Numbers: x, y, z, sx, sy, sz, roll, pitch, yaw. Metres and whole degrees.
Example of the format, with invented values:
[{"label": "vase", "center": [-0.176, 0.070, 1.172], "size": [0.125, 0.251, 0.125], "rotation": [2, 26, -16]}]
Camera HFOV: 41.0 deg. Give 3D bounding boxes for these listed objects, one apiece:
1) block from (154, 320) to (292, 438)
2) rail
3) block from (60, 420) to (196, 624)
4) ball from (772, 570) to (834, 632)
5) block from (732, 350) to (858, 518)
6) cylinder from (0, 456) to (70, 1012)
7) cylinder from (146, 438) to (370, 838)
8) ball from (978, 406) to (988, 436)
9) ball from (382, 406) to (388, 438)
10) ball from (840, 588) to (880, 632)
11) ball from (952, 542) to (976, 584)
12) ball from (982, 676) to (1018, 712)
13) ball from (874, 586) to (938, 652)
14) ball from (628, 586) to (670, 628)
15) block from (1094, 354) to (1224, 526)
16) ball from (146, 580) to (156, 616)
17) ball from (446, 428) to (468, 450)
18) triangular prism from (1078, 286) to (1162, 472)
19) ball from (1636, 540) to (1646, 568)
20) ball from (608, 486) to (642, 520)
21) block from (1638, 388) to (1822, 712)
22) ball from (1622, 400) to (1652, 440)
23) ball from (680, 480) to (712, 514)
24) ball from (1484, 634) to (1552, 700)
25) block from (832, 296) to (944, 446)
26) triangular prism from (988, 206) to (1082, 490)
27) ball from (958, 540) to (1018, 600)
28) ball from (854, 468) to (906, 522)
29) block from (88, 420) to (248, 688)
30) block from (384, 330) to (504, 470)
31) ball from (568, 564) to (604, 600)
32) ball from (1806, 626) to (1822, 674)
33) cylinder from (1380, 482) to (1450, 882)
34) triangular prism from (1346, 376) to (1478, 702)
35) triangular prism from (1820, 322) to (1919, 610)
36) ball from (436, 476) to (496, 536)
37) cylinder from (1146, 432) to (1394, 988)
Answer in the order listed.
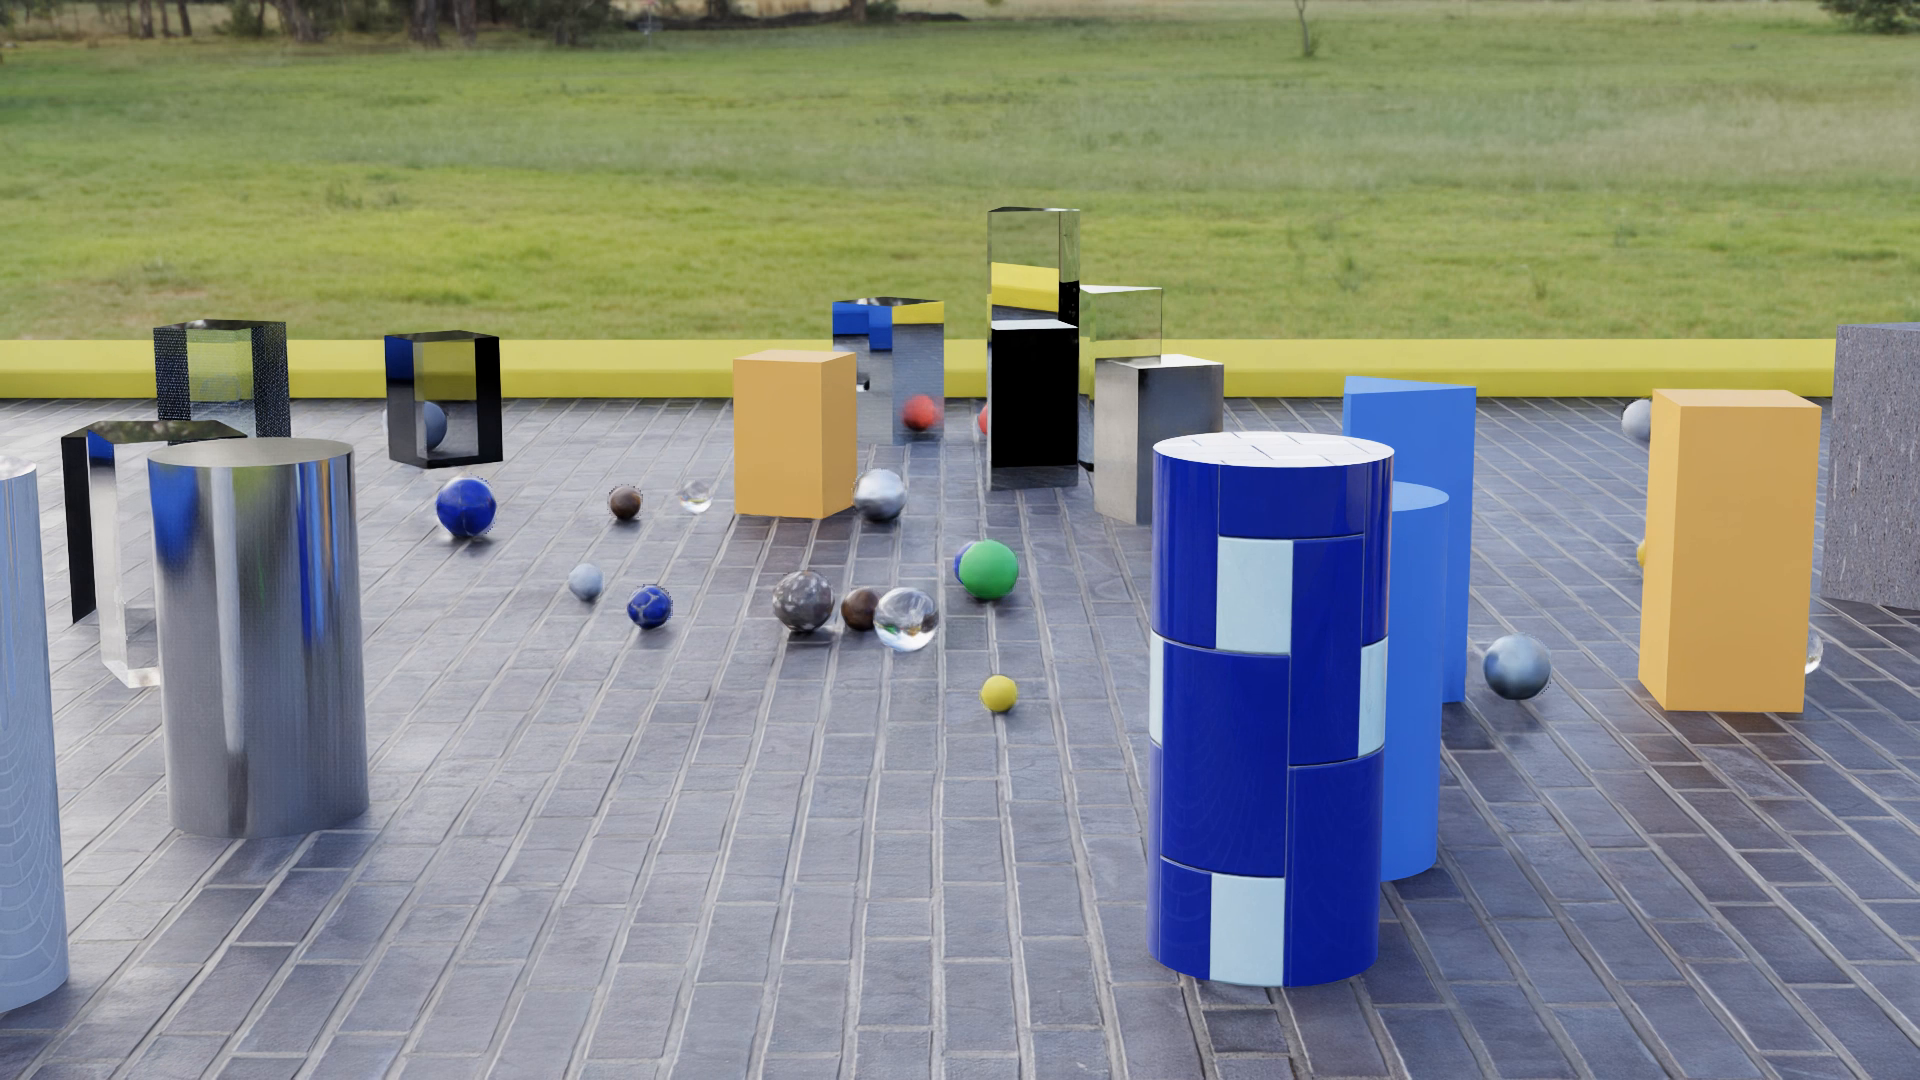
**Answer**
[{"label": "block", "center": [-1.234, -0.213, 4.306], "size": [0.154, 0.297, 0.154], "rotation": [3, 11, 17]}, {"label": "rail", "center": [-0.013, -0.375, 5.638], "size": [4.406, 0.125, 0.045], "rotation": [0, 11, 0]}, {"label": "block", "center": [-1.090, -0.025, 3.427], "size": [0.154, 0.249, 0.154], "rotation": [0, 11, -1]}, {"label": "ball", "center": [-0.203, 0.079, 3.326], "size": [0.080, 0.080, 0.080], "rotation": [0, 11, 0]}, {"label": "block", "center": [-0.270, -0.177, 4.227], "size": [0.154, 0.254, 0.154], "rotation": [4, 11, 19]}, {"label": "cylinder", "center": [-0.816, 0.152, 2.020], "size": [0.193, 0.415, 0.193], "rotation": [0, 11, 0]}, {"label": "cylinder", "center": [-0.683, 0.091, 2.503], "size": [0.193, 0.358, 0.193], "rotation": [0, 11, 0]}, {"label": "ball", "center": [0.074, -0.233, 5.023], "size": [0.074, 0.074, 0.074], "rotation": [0, 11, 0]}, {"label": "ball", "center": [-1.060, -0.226, 4.921], "size": [0.096, 0.096, 0.096], "rotation": [0, 11, 0]}, {"label": "ball", "center": [-0.127, 0.090, 3.331], "size": [0.056, 0.056, 0.056], "rotation": [0, 11, 0]}, {"label": "ball", "center": [0.024, 0.035, 3.598], "size": [0.067, 0.067, 0.067], "rotation": [0, 11, 0]}, {"label": "ball", "center": [0.045, 0.175, 2.918], "size": [0.041, 0.041, 0.041], "rotation": [0, 11, 0]}, {"label": "ball", "center": [-0.068, 0.099, 3.213], "size": [0.082, 0.082, 0.082], "rotation": [0, 11, 0]}, {"label": "ball", "center": [-0.405, 0.088, 3.344], "size": [0.056, 0.056, 0.056], "rotation": [0, 11, 0]}, {"label": "block", "center": [0.322, -0.165, 4.168], "size": [0.154, 0.252, 0.154], "rotation": [-4, 11, -23]}, {"label": "ball", "center": [-1.010, 0.073, 3.303], "size": [0.072, 0.072, 0.072], "rotation": [0, 11, 0]}, {"label": "ball", "center": [-0.957, -0.192, 4.884], "size": [0.043, 0.043, 0.043], "rotation": [0, 11, 0]}, {"label": "triangular prism", "center": [0.258, -0.301, 4.709], "size": [0.167, 0.323, 0.145], "rotation": [-8, 13, -37]}, {"label": "ball", "center": [1.006, 0.021, 3.716], "size": [0.051, 0.051, 0.051], "rotation": [0, 11, 0]}, {"label": "ball", "center": [-0.541, -0.060, 4.151], "size": [0.053, 0.053, 0.053], "rotation": [0, 11, 0]}, {"label": "block", "center": [0.886, 0.009, 2.965], "size": [0.154, 0.349, 0.154], "rotation": [1, 11, 3]}, {"label": "ball", "center": [1.336, -0.235, 5.019], "size": [0.079, 0.079, 0.079], "rotation": [0, 11, 0]}, {"label": "ball", "center": [-0.433, -0.071, 4.207], "size": [0.053, 0.053, 0.053], "rotation": [0, 11, 0]}, {"label": "ball", "center": [0.640, 0.146, 2.948], "size": [0.076, 0.076, 0.076], "rotation": [0, 11, 0]}, {"label": "block", "center": [-0.140, -0.334, 5.033], "size": [0.154, 0.268, 0.154], "rotation": [9, 14, 39]}, {"label": "triangular prism", "center": [0.105, -0.337, 4.477], "size": [0.167, 0.478, 0.145], "rotation": [-4, 11, -18]}, {"label": "ball", "center": [0.039, 0.041, 3.526], "size": [0.082, 0.082, 0.082], "rotation": [0, 11, 0]}, {"label": "ball", "center": [-0.129, -0.072, 4.121], "size": [0.086, 0.086, 0.086], "rotation": [0, 11, 0]}, {"label": "block", "center": [-0.952, 0.013, 3.106], "size": [0.154, 0.291, 0.154], "rotation": [-6, 12, -29]}, {"label": "block", "center": [-0.955, -0.262, 4.745], "size": [0.154, 0.232, 0.154], "rotation": [-8, 13, -38]}, {"label": "ball", "center": [-0.514, 0.057, 3.527], "size": [0.049, 0.049, 0.049], "rotation": [0, 11, 0]}, {"label": "ball", "center": [1.002, 0.132, 3.083], "size": [0.066, 0.066, 0.066], "rotation": [0, 11, 0]}, {"label": "cylinder", "center": [0.349, 0.125, 2.371], "size": [0.193, 0.339, 0.193], "rotation": [0, 11, 0]}, {"label": "triangular prism", "center": [0.483, -0.001, 2.979], "size": [0.167, 0.365, 0.145], "rotation": [-4, 11, -20]}, {"label": "triangular prism", "center": [1.302, -0.107, 3.518], "size": [0.167, 0.376, 0.145], "rotation": [9, 14, 41]}, {"label": "ball", "center": [-0.770, -0.052, 3.997], "size": [0.093, 0.093, 0.093], "rotation": [0, 11, 0]}, {"label": "cylinder", "center": [0.252, 0.133, 2.105], "size": [0.193, 0.420, 0.193], "rotation": [0, 11, 0]}]
